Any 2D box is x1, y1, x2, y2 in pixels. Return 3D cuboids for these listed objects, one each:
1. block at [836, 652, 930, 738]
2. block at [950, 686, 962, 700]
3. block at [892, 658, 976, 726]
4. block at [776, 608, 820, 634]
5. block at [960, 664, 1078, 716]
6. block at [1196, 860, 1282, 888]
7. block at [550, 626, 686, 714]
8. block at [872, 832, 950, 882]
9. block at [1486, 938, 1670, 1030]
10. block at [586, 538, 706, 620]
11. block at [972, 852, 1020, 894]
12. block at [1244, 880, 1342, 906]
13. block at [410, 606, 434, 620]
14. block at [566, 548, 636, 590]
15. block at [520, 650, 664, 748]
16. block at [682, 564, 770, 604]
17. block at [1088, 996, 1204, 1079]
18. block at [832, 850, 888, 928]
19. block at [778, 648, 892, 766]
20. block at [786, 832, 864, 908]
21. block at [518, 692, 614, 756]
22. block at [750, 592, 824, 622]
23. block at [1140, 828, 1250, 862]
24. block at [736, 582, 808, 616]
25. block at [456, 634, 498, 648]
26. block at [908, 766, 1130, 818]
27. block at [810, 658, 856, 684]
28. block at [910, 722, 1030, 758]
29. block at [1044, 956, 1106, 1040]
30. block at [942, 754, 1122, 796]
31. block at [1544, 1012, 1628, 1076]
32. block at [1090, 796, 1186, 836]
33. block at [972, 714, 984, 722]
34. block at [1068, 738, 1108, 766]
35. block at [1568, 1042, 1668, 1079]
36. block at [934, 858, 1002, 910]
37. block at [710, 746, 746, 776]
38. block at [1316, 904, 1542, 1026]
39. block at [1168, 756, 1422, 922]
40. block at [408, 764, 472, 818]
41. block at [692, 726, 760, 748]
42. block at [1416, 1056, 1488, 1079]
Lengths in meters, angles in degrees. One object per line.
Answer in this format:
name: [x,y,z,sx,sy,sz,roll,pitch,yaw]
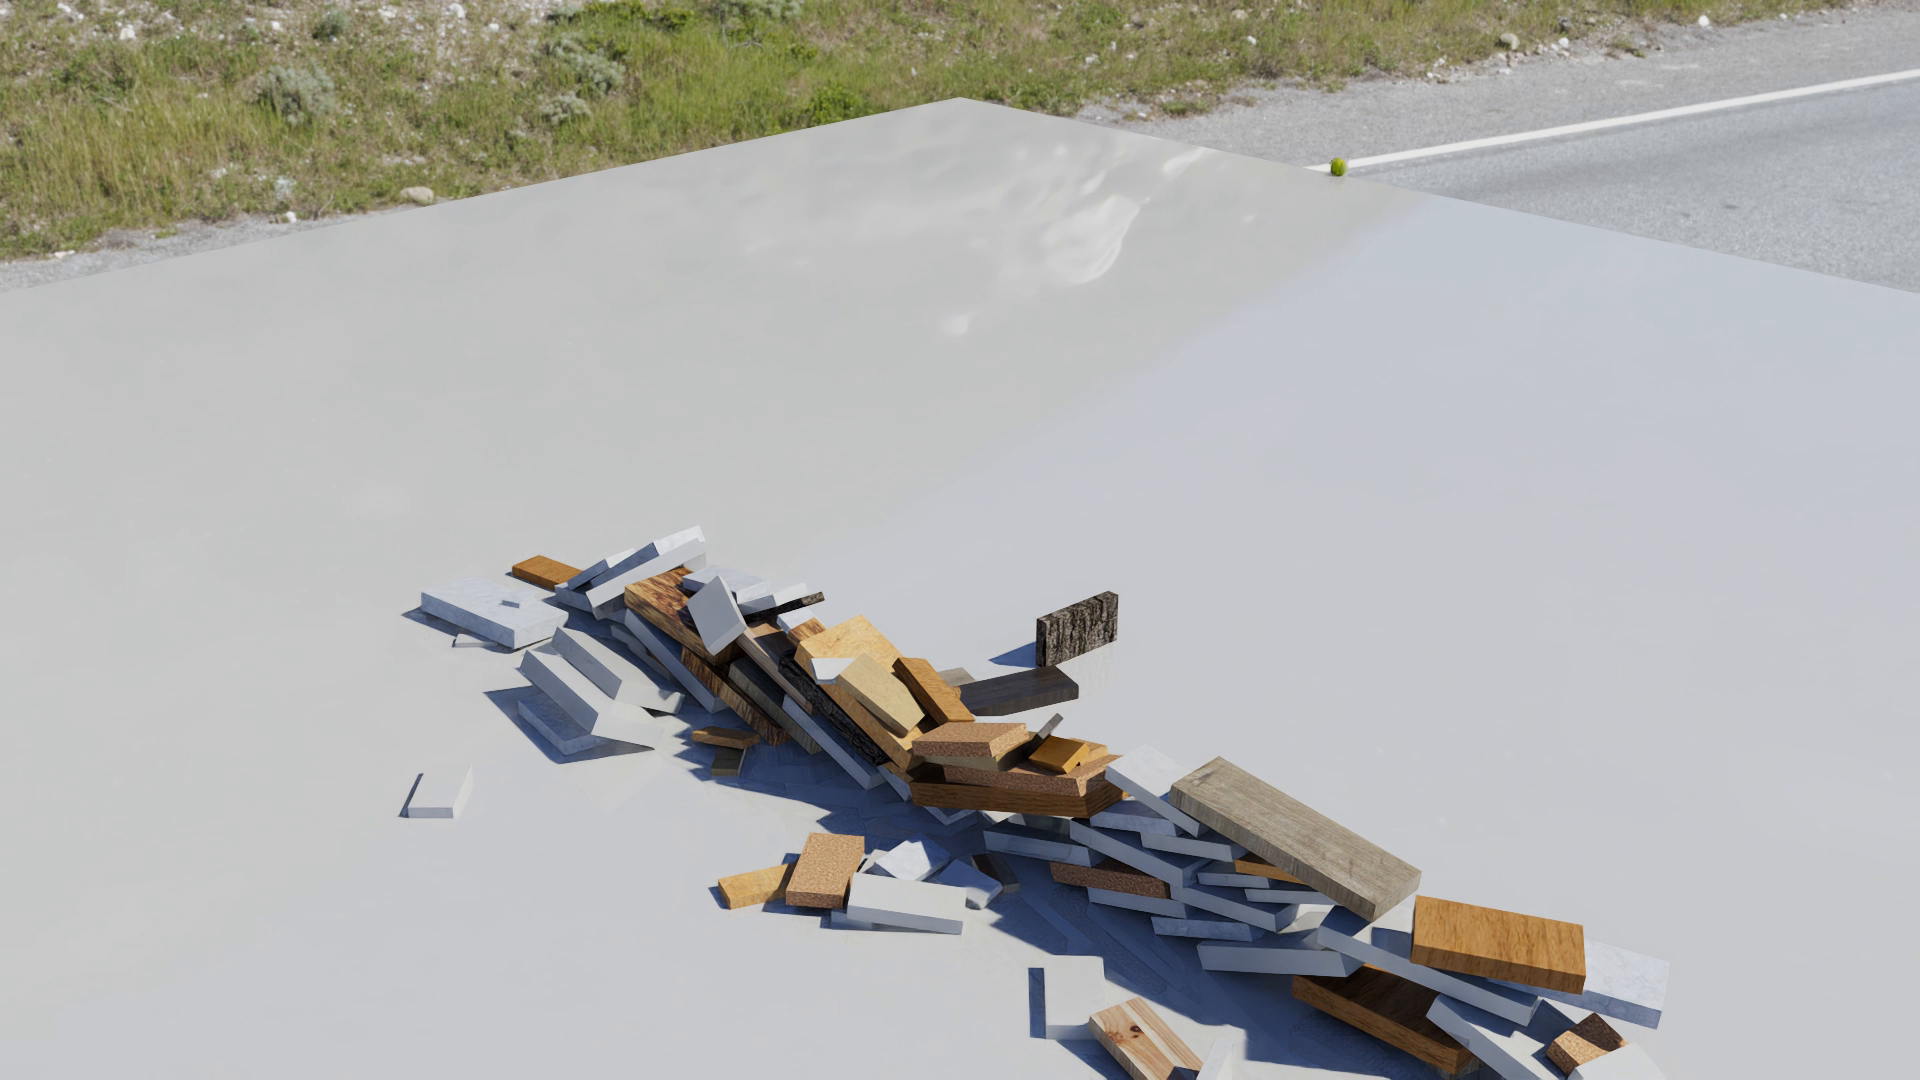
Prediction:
block: [-0.153,0.312,4.429,0.182,0.026,0.091,38,42,10]
block: [-0.104,0.358,4.821,0.208,0.018,0.065,-8,30,15]
block: [-0.054,0.311,4.463,0.091,0.026,0.182,8,35,-53]
block: [-0.303,0.216,4.668,0.076,0.021,0.206,-14,40,-34]
block: [0.079,0.350,4.893,0.357,0.033,0.117,-11,25,-24]
block: [0.512,0.590,3.921,0.082,0.023,0.165,-24,11,-40]
block: [-0.769,0.290,4.926,0.167,0.047,0.334,17,8,-40]
block: [-0.093,0.619,4.223,0.079,0.022,0.158,33,30,20]
block: [1.014,0.708,3.605,0.273,0.039,0.136,14,29,17]
block: [-0.728,0.092,5.118,0.285,0.040,0.143,-27,-10,-12]
block: [0.068,0.640,4.229,0.061,0.017,0.121,-6,24,-15]
block: [0.604,0.603,3.819,0.082,0.023,0.217,-24,11,-41]
block: [-1.289,0.168,5.348,0.047,0.013,0.095,10,25,21]
block: [-0.864,0.071,5.308,0.090,0.026,0.181,-23,-2,-45]
block: [-0.805,0.344,4.792,0.167,0.047,0.380,17,8,-39]
block: [-0.528,0.099,4.957,0.192,0.027,0.096,13,25,43]
block: [0.317,0.853,3.672,0.105,0.030,0.210,-14,35,-29]
block: [-0.165,0.661,4.175,0.079,0.022,0.232,7,24,17]
block: [-0.206,0.328,4.591,0.176,0.050,0.352,-16,42,-36]
block: [-0.255,0.628,4.185,0.107,0.030,0.214,3,23,8]
block: [-0.859,0.392,4.793,0.117,0.033,0.235,-15,27,-32]
block: [-0.378,0.147,4.819,0.151,0.021,0.076,-17,0,35]
block: [0.443,0.533,3.966,0.109,0.031,0.219,-21,14,-39]
block: [-0.432,0.136,4.837,0.192,0.027,0.096,-16,4,45]
block: [-1.138,0.237,5.186,0.094,0.013,0.047,-1,23,-3]
block: [0.128,0.473,4.281,0.176,0.050,0.488,-22,13,-41]
block: [-0.243,0.266,4.466,0.114,0.016,0.057,1,44,-22]
block: [0.018,0.387,4.271,0.214,0.030,0.107,-4,13,45]
block: [0.201,0.798,3.842,0.105,0.030,0.210,0,23,1]
block: [0.139,0.438,4.211,0.123,0.035,0.401,-21,12,-36]
block: [1.070,0.876,3.526,0.121,0.034,0.241,-18,51,-40]
block: [0.352,0.502,4.053,0.109,0.031,0.219,-21,13,-39]
block: [0.013,0.425,4.602,0.035,0.123,0.247,-18,29,-35]
block: [0.220,0.400,4.159,0.063,0.018,0.127,-19,11,-26]
block: [1.084,0.918,3.421,0.134,0.038,0.268,-13,49,-28]
block: [0.016,0.653,4.174,0.121,0.017,0.061,22,52,42]
block: [-0.489,0.463,4.648,0.057,0.016,0.114,1,23,3]
block: [0.795,0.693,3.681,0.368,0.038,0.134,19,31,25]
block: [0.575,0.512,3.807,0.438,0.039,0.136,28,37,36]
block: [-1.066,0.515,4.515,0.090,0.026,0.181,0,23,0]
block: [-0.501,0.422,4.708,0.131,0.018,0.065,6,11,29]
block: [0.799,0.830,3.761,0.121,0.034,0.241,-13,26,-29]
